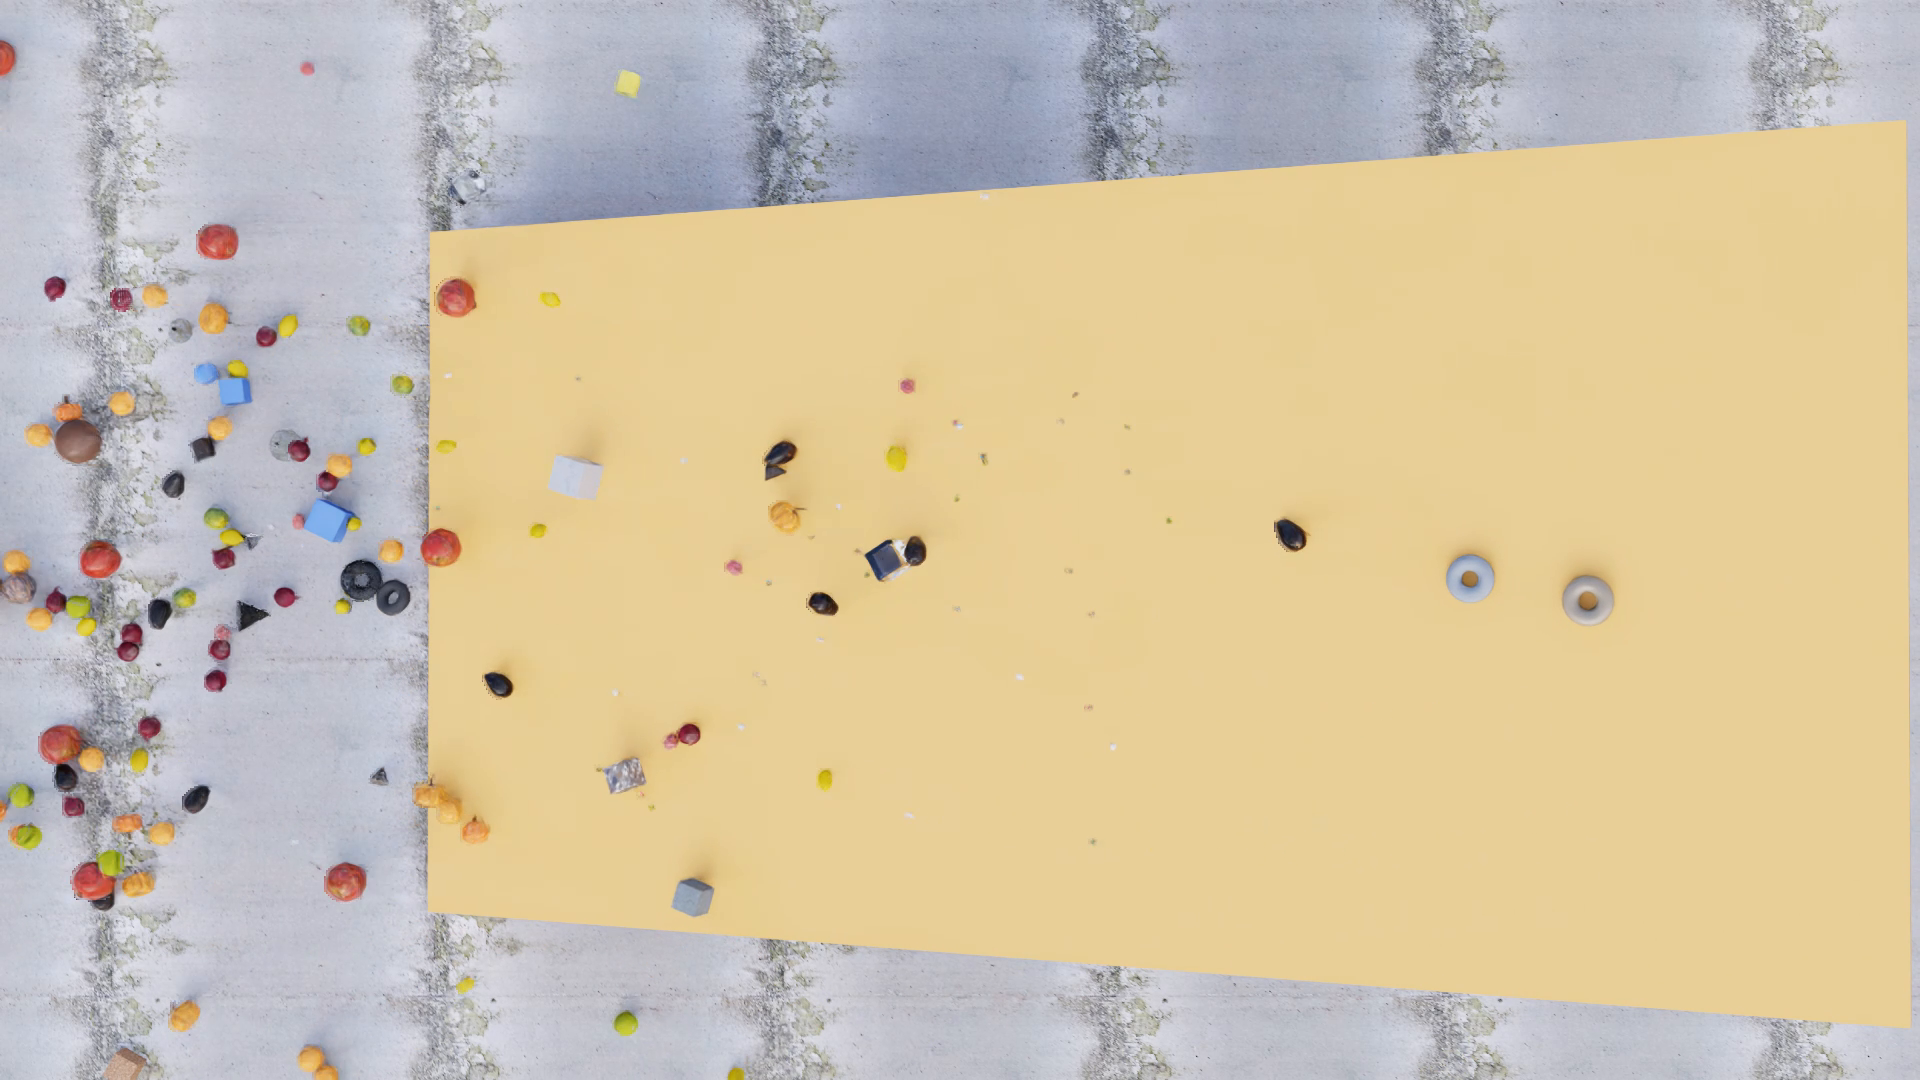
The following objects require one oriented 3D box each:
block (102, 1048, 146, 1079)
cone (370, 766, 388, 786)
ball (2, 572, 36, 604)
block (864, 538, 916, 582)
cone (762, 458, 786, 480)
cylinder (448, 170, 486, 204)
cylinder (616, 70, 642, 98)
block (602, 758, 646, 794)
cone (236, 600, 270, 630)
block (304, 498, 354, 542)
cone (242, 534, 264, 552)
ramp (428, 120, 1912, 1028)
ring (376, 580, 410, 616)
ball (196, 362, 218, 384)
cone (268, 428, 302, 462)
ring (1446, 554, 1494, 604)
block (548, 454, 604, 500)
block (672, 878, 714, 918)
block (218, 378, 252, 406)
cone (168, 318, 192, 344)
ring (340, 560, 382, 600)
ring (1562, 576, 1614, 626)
[{"bbox_3d":[-2.472,1.562,6.510,0.076,0.076,0.076,30,89,0],"label":"block"},{"bbox_3d":[-1.722,0.696,6.546,0.054,0.054,0.054,7,63,0],"label":"cone"},{"bbox_3d":[-2.787,0.143,6.517,0.094,0.094,0.094,0,89,0],"label":"ball"},{"bbox_3d":[-0.185,0.053,5.814,0.081,0.081,0.081,-34,76,20],"label":"block"},{"bbox_3d":[-0.498,-0.187,5.986,0.061,0.061,0.061,17,89,21],"label":"cone"},{"bbox_3d":[-1.455,-1.041,6.494,0.076,0.076,0.076,-27,89,18],"label":"cylinder"},{"bbox_3d":[-0.987,-1.357,6.550,0.062,0.062,0.062,18,88,0],"label":"cylinder"},{"bbox_3d":[-0.937,0.660,6.145,0.076,0.076,0.076,-23,80,22],"label":"block"},{"bbox_3d":[-2.098,0.223,6.543,0.093,0.093,0.093,-3,89,-27],"label":"cone"},{"bbox_3d":[-1.870,-0.057,6.519,0.096,0.096,0.096,26,89,0],"label":"block"},{"bbox_3d":[-2.099,-0.002,6.554,0.055,0.055,0.055,-27,89,-27],"label":"cone"},{"bbox_3d":[0.283,0.083,5.703,4.000,0.100,2.000,0,89,24],"label":"ramp"},{"bbox_3d":[-1.686,0.172,6.535,0.108,0.036,0.108,-4,73,13],"label":"ring"},{"bbox_3d":[-2.238,-0.496,6.541,0.062,0.062,0.062,0,89,0],"label":"ball"},{"bbox_3d":[-2.016,-0.284,6.520,0.099,0.099,0.099,0,89,0],"label":"cone"},{"bbox_3d":[1.209,0.092,5.213,0.116,0.039,0.116,-1,88,25],"label":"ring"},{"bbox_3d":[-1.084,-0.177,6.208,0.099,0.099,0.099,18,97,23],"label":"block"},{"bbox_3d":[-0.734,0.984,6.051,0.076,0.076,0.076,19,97,23],"label":"block"},{"bbox_3d":[-2.154,-0.440,6.537,0.069,0.069,0.069,-7,89,0],"label":"block"},{"bbox_3d":[-2.330,-0.626,6.537,0.074,0.074,0.074,0,89,0],"label":"cone"},{"bbox_3d":[-1.782,0.119,6.545,0.122,0.041,0.122,0,89,-1],"label":"ring"},{"bbox_3d":[1.457,0.141,5.101,0.120,0.040,0.120,0,90,23],"label":"ring"}]
